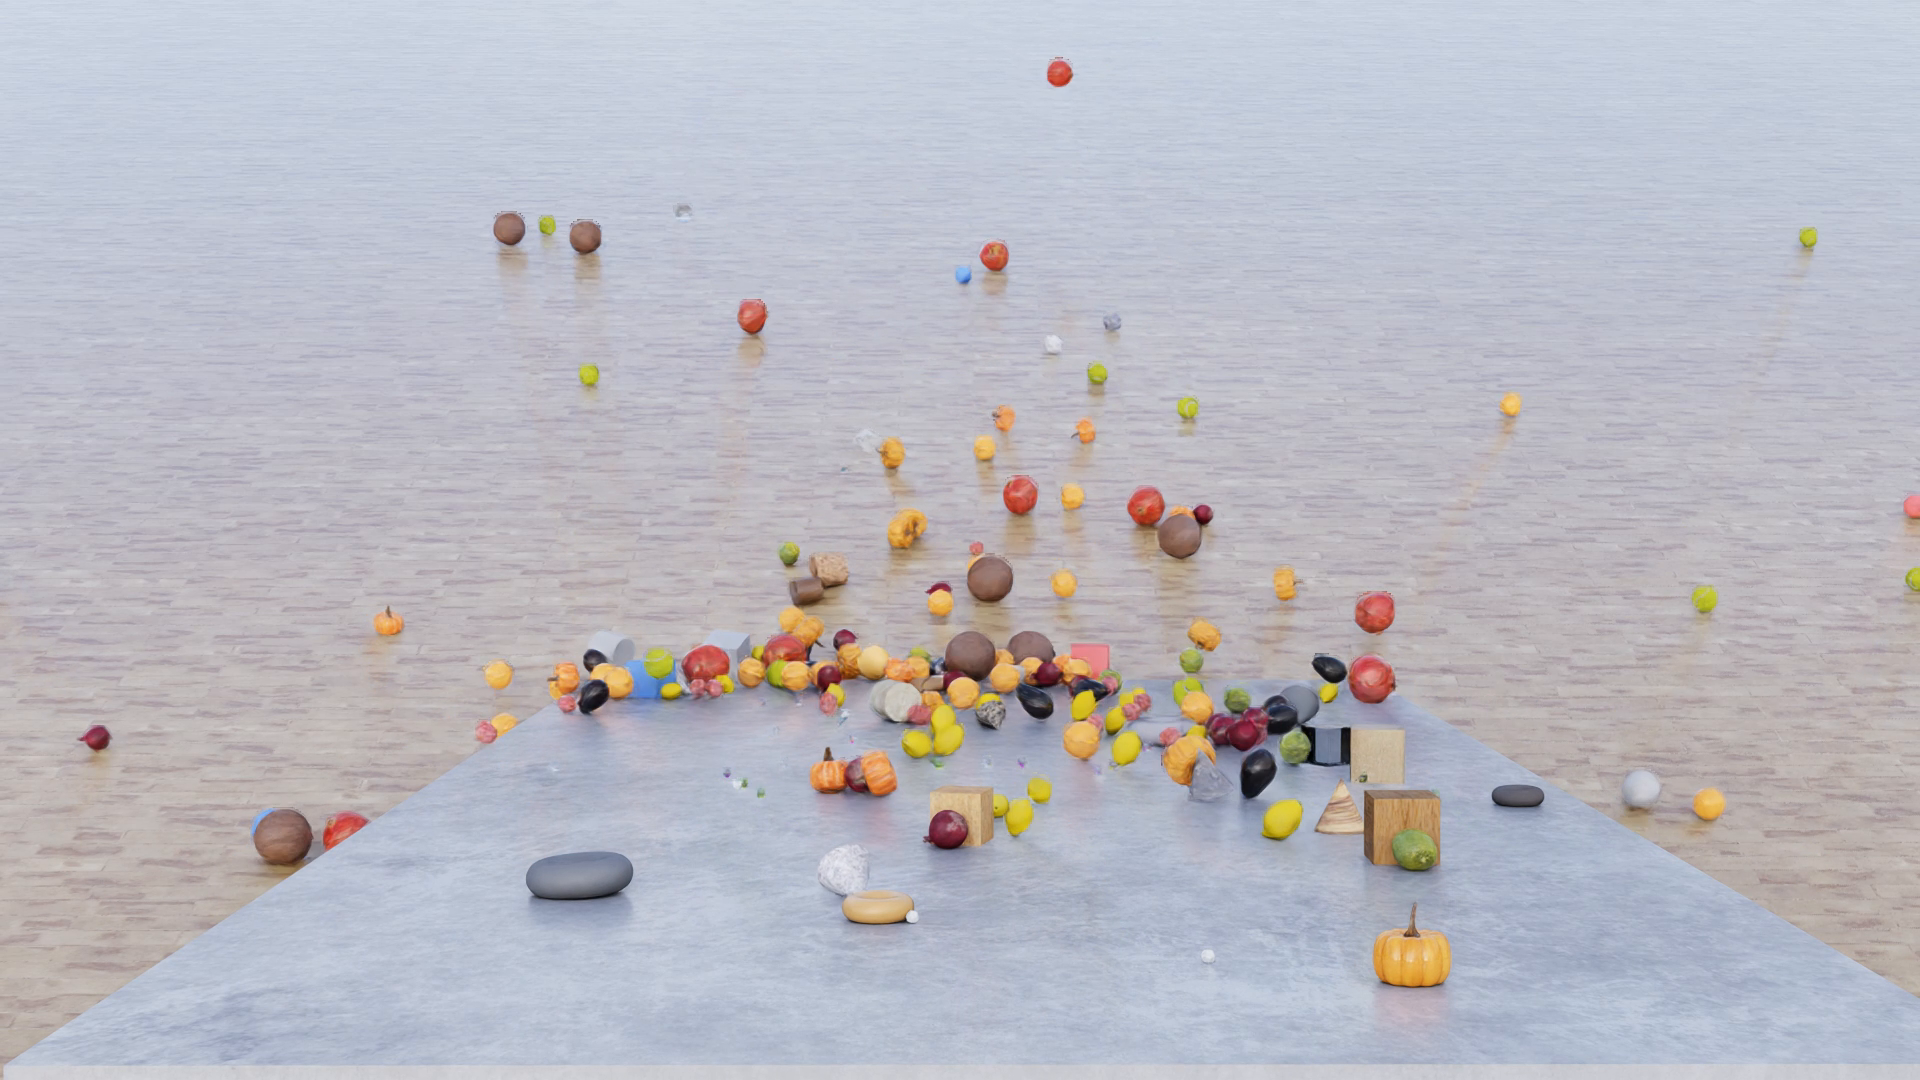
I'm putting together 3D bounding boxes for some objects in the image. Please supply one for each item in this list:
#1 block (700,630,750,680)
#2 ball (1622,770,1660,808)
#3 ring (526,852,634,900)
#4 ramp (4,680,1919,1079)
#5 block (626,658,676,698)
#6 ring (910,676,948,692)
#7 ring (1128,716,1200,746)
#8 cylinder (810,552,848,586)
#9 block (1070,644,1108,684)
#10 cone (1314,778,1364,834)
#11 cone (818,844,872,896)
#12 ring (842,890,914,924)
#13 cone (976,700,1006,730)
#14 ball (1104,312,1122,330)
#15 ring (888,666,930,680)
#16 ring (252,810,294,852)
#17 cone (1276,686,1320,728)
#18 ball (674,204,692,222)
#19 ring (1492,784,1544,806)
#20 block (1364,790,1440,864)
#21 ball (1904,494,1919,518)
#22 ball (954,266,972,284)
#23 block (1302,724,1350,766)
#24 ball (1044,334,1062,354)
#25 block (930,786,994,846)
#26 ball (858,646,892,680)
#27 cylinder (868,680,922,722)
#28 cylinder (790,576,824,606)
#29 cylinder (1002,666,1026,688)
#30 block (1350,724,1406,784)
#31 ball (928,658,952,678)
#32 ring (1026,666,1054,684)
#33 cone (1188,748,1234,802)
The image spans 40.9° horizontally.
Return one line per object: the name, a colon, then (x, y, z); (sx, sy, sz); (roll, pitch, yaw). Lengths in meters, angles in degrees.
block: (-0.614, 0.306, 6.760); (0.100, 0.100, 0.100); (6, 24, 14)
ball: (1.617, 0.592, 6.111); (0.090, 0.090, 0.090); (0, 23, 0)
ring: (-0.516, 0.455, 3.495); (0.145, 0.048, 0.145); (-4, 1, 0)
ramp: (0.054, 0.486, 4.540); (2.000, 0.100, 4.000); (0, 2, 0)
block: (-0.736, 0.330, 6.136); (0.084, 0.084, 0.084); (1, 3, 27)
ring: (-0.077, 0.351, 6.238); (0.098, 0.033, 0.098); (-3, 3, 0)
ring: (0.412, 0.386, 5.199); (0.146, 0.049, 0.146); (-1, 3, 0)
cylinder: (-0.370, 0.086, 7.283); (0.089, 0.089, 0.089); (-7, 24, -16)
block: (0.326, 0.311, 6.473); (0.094, 0.094, 0.094); (0, 2, 4)
cone: (0.598, 0.414, 4.039); (0.085, 0.085, 0.085); (0, 2, 0)
cone: (-0.143, 0.463, 3.455); (0.078, 0.078, 0.078); (-8, 32, -19)
ring: (-0.105, 0.471, 3.307); (0.094, 0.031, 0.094); (-1, 3, 0)
cone: (0.073, 0.384, 5.459); (0.065, 0.065, 0.065); (-5, 30, -11)
ball: (0.554, -0.793, 9.349); (0.067, 0.067, 0.067); (0, 23, 0)
ring: (-0.118, 0.350, 6.621); (0.137, 0.046, 0.137); (0, -10, 0)
ring: (-1.583, 0.670, 5.934); (0.097, 0.097, 0.032); (-15, -1, -31)
cone: (0.719, 0.376, 5.502); (0.093, 0.093, 0.093); (4, 30, 9)
ball: (-1.141, -1.347, 10.623); (0.073, 0.073, 0.073); (0, 23, 0)
ring: (0.938, 0.430, 4.329); (0.087, 0.029, 0.087); (-1, 3, 0)
block: (0.646, 0.420, 3.765); (0.096, 0.096, 0.096); (0, 2, 0)
ball: (2.874, -0.101, 7.740); (0.070, 0.070, 0.070); (0, 23, 0)
ball: (0.012, -1.017, 9.869); (0.065, 0.065, 0.065); (0, 23, 0)
block: (0.695, 0.387, 4.865); (0.071, 0.071, 0.071); (-2, 3, -37)
ball: (0.330, -0.693, 9.117); (0.067, 0.067, 0.067); (0, 23, 0)
block: (0.003, 0.421, 3.940); (0.079, 0.079, 0.079); (1, 2, 15)
ball: (-0.217, 0.312, 6.533); (0.087, 0.087, 0.087); (0, 23, 0)
cylinder: (-0.141, 0.350, 5.603); (0.086, 0.086, 0.086); (-12, 5, -26)
cylinder: (-0.428, 0.143, 7.173); (0.073, 0.073, 0.073); (-10, 25, -22)
cylinder: (0.134, 0.336, 6.326); (0.052, 0.052, 0.052); (5, 23, -3)
block: (0.752, 0.384, 4.641); (0.095, 0.095, 0.095); (0, 2, 8)
ball: (-0.051, 0.327, 6.509); (0.058, 0.058, 0.058); (0, 23, 0)
ring: (0.180, 0.339, 6.478); (0.114, 0.038, 0.114); (0, 1, 0)
cone: (0.416, 0.391, 4.376); (0.083, 0.083, 0.083); (-16, 5, 1)
